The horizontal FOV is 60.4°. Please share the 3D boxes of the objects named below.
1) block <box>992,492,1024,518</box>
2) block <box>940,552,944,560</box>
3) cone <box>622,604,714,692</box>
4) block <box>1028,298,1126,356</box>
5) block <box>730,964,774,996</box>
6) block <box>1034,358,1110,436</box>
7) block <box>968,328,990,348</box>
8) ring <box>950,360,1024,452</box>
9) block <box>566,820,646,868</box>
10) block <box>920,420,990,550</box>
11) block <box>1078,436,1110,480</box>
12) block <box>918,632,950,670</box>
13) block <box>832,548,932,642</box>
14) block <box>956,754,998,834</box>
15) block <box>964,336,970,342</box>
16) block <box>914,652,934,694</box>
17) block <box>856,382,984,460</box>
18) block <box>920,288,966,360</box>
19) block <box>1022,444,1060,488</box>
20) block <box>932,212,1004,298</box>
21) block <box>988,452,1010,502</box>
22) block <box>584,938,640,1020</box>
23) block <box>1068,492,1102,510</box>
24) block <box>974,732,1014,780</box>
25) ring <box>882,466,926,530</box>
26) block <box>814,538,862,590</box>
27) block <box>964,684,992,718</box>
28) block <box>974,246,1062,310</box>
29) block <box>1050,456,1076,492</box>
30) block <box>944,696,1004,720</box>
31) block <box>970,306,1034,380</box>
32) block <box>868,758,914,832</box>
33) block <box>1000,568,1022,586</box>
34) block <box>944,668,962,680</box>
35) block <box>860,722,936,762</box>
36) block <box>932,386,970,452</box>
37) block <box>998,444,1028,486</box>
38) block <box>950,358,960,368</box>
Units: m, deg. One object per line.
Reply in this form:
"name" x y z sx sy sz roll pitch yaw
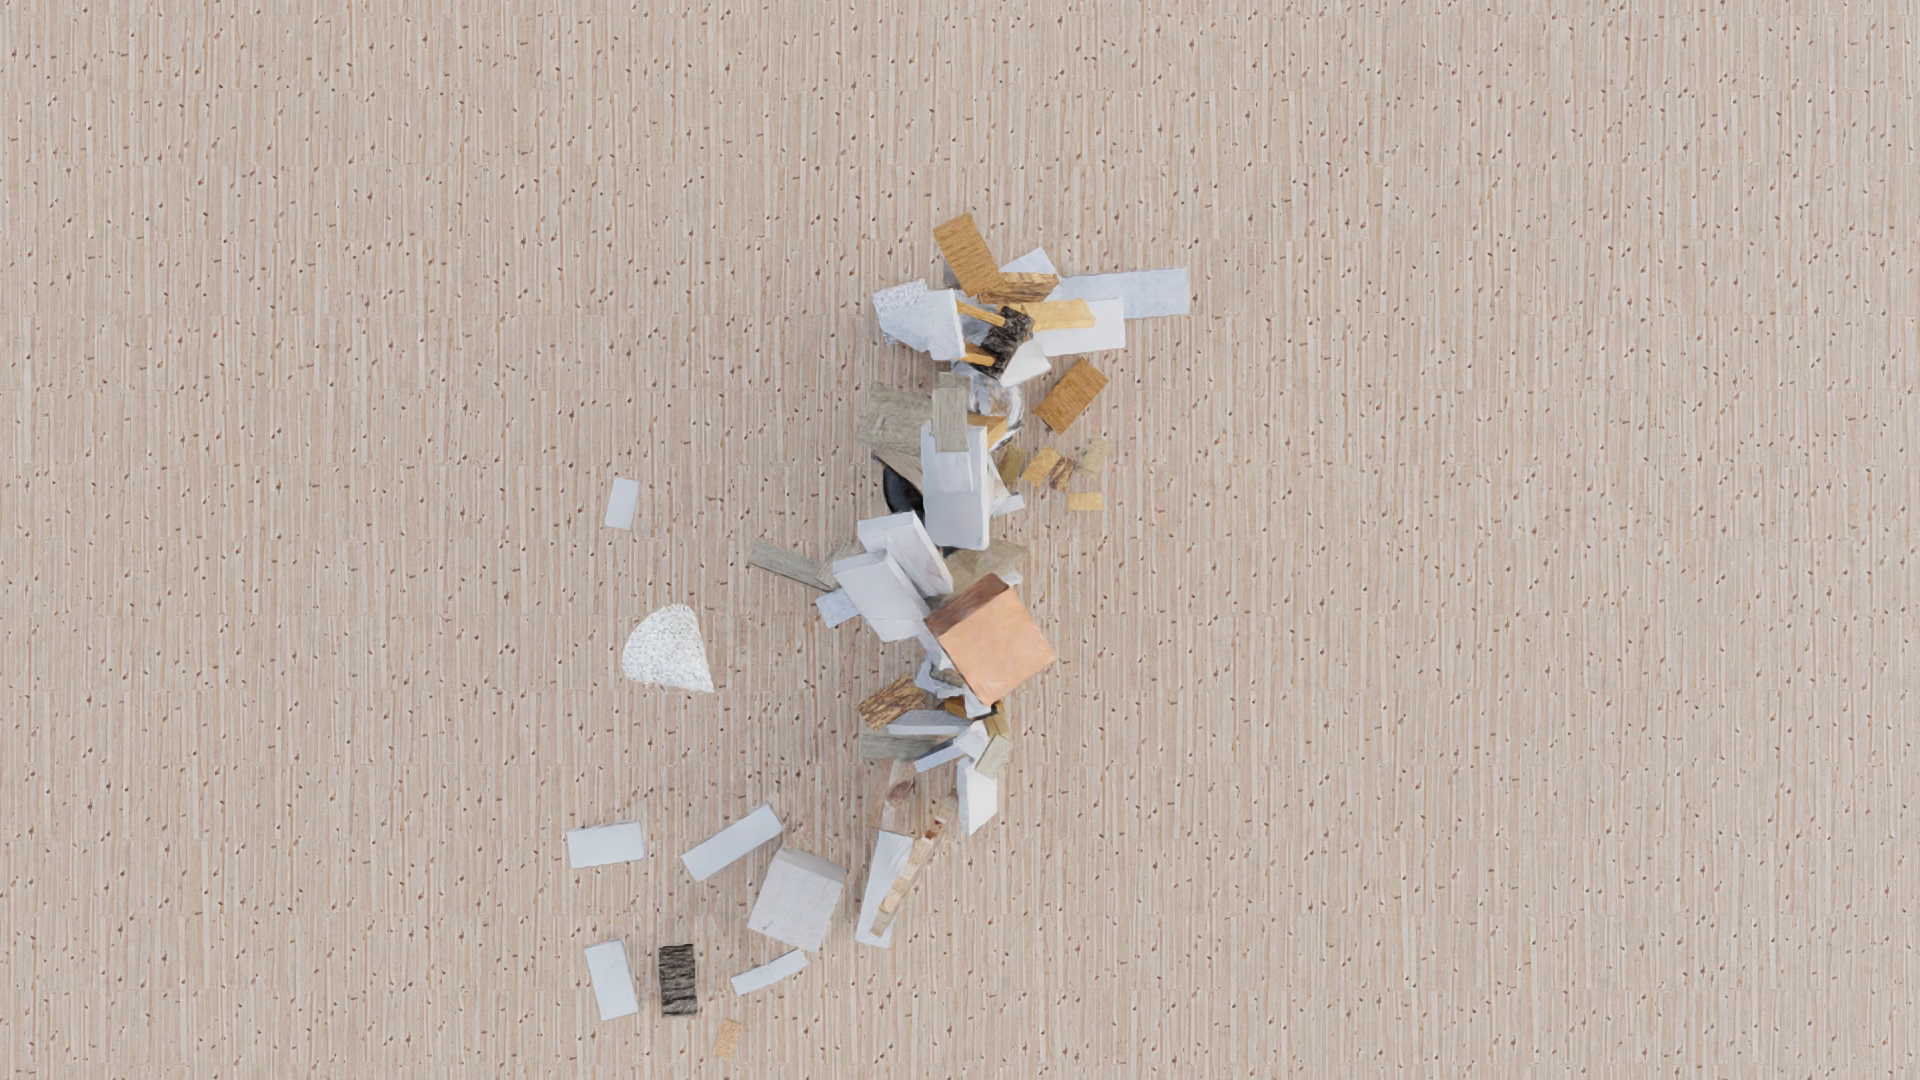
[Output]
"block" 0.155 -0.118 5.479 0.112 0.016 0.056 -17 120 0
"block" -0.019 0.138 5.485 0.105 0.030 0.210 -19 90 0
"cone" -0.841 0.393 5.086 0.283 0.283 0.283 37 90 32
"block" 0.353 -0.646 5.018 0.297 0.042 0.149 -9 104 -16
"block" -0.690 1.463 5.482 0.128 0.018 0.064 -22 90 8
"block" 0.369 -0.477 5.483 0.121 0.034 0.243 42 90 0
"block" 0.080 -0.588 5.432 0.139 0.039 0.277 19 109 2
"ring" 0.076 -0.444 5.262 0.107 0.322 0.322 -13 90 -41
"block" -1.176 1.012 5.483 0.243 0.034 0.121 -8 90 0
"block" -0.013 -0.150 4.603 0.176 0.050 0.352 7 115 21
"block" 0.448 -0.271 5.491 0.066 0.019 0.132 22 90 0
"block" -0.072 0.277 5.072 0.039 0.272 0.136 -24 62 -19
"block" -0.207 0.158 4.585 0.161 0.322 0.046 -14 45 20
"block" 0.055 0.788 5.240 0.040 0.140 0.280 23 132 34
"block" 0.122 -0.707 5.437 0.277 0.039 0.139 -41 98 14
"block" -0.067 0.403 5.464 0.103 0.029 0.206 25 82 -9
"block" -0.121 -0.342 5.030 0.354 0.050 0.177 16 115 -8
"block" -0.047 -0.594 4.551 0.094 0.027 0.189 -1 109 32
"block" 0.271 -0.247 5.483 0.066 0.019 0.132 37 96 2
"block" 0.023 -0.798 4.624 0.113 0.032 0.226 -24 125 10
"block" 0.053 -0.228 5.341 0.122 0.034 0.243 -15 70 -29
"block" -1.156 1.460 5.483 0.122 0.034 0.243 -14 90 0
"block" 0.417 -0.127 5.492 0.112 0.016 0.056 -2 90 0
"block" 0.102 0.657 5.007 0.065 0.018 0.131 29 94 -19
"ring" -0.072 -0.191 5.434 0.369 0.123 0.369 0 86 -1
"block" -0.406 0.081 5.462 0.081 0.023 0.162 33 72 3
"block" 0.054 0.487 5.106 0.075 0.150 0.021 -17 122 8
"block" 0.176 -0.821 5.330 0.277 0.039 0.139 -29 76 -3
"block" 0.342 -0.220 5.492 0.056 0.016 0.112 22 90 0
"block" 0.045 0.535 5.299 0.117 0.234 0.033 -11 96 -19
"block" 0.121 -0.570 4.768 0.100 0.028 0.201 30 88 32
"block" -0.225 0.839 5.431 0.114 0.032 0.228 11 81 0
"block" 0.123 0.083 5.423 0.086 0.024 0.172 -13 51 -38
"block" 0.057 0.337 5.320 0.127 0.036 0.255 25 106 2
"block" -0.204 0.671 5.483 0.243 0.034 0.122 6 90 0
"block" -0.024 -0.322 4.417 0.088 0.025 0.176 -1 109 8
"block" 0.170 -0.248 5.456 0.066 0.019 0.132 23 123 0
"block" 0.039 -0.493 5.428 0.122 0.034 0.243 -2 107 10
